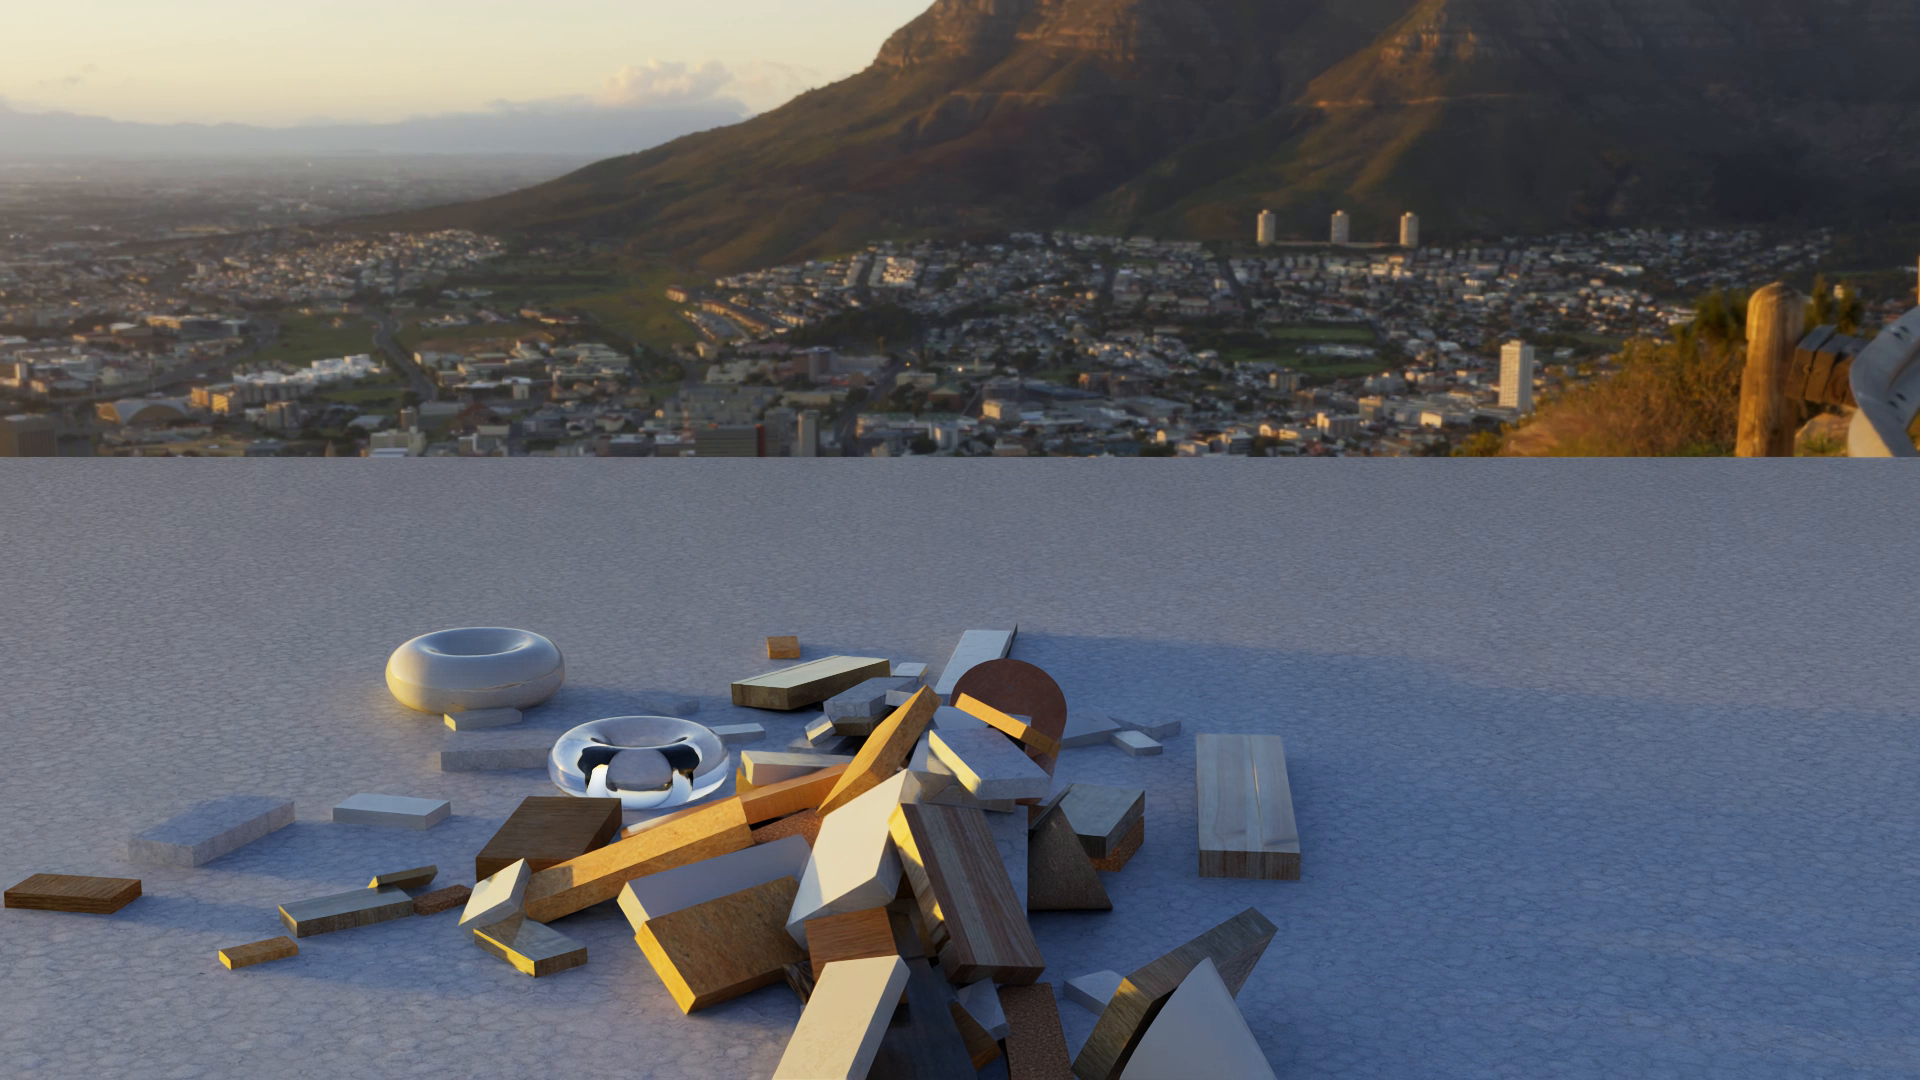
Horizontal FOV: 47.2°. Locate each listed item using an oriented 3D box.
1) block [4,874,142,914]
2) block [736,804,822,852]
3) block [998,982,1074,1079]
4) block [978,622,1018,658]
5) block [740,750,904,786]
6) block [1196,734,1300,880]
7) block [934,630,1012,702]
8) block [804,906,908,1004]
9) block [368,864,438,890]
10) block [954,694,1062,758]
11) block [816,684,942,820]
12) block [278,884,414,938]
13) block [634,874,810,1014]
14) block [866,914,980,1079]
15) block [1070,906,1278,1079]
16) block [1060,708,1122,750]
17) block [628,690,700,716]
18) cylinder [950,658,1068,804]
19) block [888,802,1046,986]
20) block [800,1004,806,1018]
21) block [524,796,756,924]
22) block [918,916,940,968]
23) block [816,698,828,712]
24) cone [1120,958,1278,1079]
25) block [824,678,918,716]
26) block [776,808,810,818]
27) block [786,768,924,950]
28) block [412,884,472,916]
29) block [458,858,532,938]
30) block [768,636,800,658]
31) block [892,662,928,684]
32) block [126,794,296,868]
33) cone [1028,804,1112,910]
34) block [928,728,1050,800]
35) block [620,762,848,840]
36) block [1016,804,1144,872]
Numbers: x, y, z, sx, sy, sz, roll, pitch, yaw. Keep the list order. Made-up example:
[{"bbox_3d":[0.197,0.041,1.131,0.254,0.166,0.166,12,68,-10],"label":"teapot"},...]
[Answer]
[{"bbox_3d":[-1.464,0.584,3.630,0.189,0.027,0.095,2,11,9],"label":"block"},{"bbox_3d":[-0.250,0.515,3.680,0.400,0.048,0.168,-17,21,-41],"label":"block"},{"bbox_3d":[0.105,0.703,2.995,0.082,0.023,0.467,-1,11,-3],"label":"block"},{"bbox_3d":[0.055,0.296,5.178,0.092,0.026,0.840,1,11,6],"label":"block"},{"bbox_3d":[-0.253,0.425,4.047,0.282,0.040,0.141,4,3,-14],"label":"block"},{"bbox_3d":[0.528,0.485,4.101,0.171,0.048,0.742,1,11,5],"label":"block"},{"bbox_3d":[0.032,0.291,5.048,0.109,0.031,0.625,1,11,7],"label":"block"},{"bbox_3d":[-0.149,0.592,3.096,0.120,0.034,0.239,-9,16,-6],"label":"block"},{"bbox_3d":[-0.930,0.568,3.669,0.104,0.015,0.052,-7,-25,-34],"label":"block"},{"bbox_3d":[0.081,0.314,3.739,0.092,0.026,0.184,32,-6,-39],"label":"block"},{"bbox_3d":[-0.136,0.369,3.772,0.144,0.041,0.287,-42,6,32],"label":"block"},{"bbox_3d":[-0.991,0.598,3.552,0.189,0.027,0.095,-7,13,-33],"label":"block"},{"bbox_3d":[-0.328,0.601,3.287,0.287,0.041,0.144,-11,51,-45],"label":"block"},{"bbox_3d":[-0.083,0.666,2.951,0.149,0.042,0.634,-10,17,-9],"label":"block"},{"bbox_3d":[0.297,0.624,3.003,0.048,0.170,0.340,39,29,25],"label":"block"},{"bbox_3d":[0.235,0.395,4.585,0.184,0.026,0.092,-7,27,-35],"label":"block"},{"bbox_3d":[-0.654,0.358,4.859,0.147,0.021,0.073,8,13,38],"label":"block"},{"bbox_3d":[0.079,0.366,4.053,0.213,0.213,0.213,3,54,-4],"label":"cylinder"},{"bbox_3d":[0.008,0.523,3.261,0.149,0.042,0.298,9,39,-32],"label":"block"},{"bbox_3d":[-0.162,0.687,3.081,0.082,0.023,0.165,-4,11,-19],"label":"block"},{"bbox_3d":[-0.526,0.524,3.599,0.376,0.040,0.139,-20,14,-7],"label":"block"},{"bbox_3d":[-0.019,0.571,3.286,0.080,0.023,0.160,-18,31,17],"label":"block"},{"bbox_3d":[-0.253,0.366,4.832,0.110,0.016,0.055,3,11,18],"label":"block"},{"bbox_3d":[0.353,0.694,2.839,0.220,0.220,0.220,33,23,19],"label":"cone"},{"bbox_3d":[-0.188,0.332,4.669,0.109,0.031,0.219,-2,9,27],"label":"block"},{"bbox_3d":[-0.307,0.503,4.086,0.131,0.019,0.066,6,12,31],"label":"block"},{"bbox_3d":[-0.158,0.488,3.393,0.168,0.048,0.337,-32,15,18],"label":"block"},{"bbox_3d":[-0.852,0.592,3.618,0.052,0.015,0.104,9,14,42],"label":"block"},{"bbox_3d":[-0.750,0.578,3.554,0.092,0.026,0.194,-28,11,1],"label":"block"},{"bbox_3d":[-0.432,0.262,5.377,0.073,0.021,0.147,-1,11,-7],"label":"block"},{"bbox_3d":[-0.117,0.310,5.127,0.063,0.018,0.125,2,11,8],"label":"block"},{"bbox_3d":[-1.340,0.519,3.945,0.139,0.040,0.279,4,11,20],"label":"block"},{"bbox_3d":[0.120,0.560,3.593,0.192,0.192,0.192,-28,13,-2],"label":"cone"},{"bbox_3d":[0.046,0.364,3.592,0.120,0.034,0.239,0,15,-21],"label":"block"},{"bbox_3d":[-0.386,0.474,3.855,0.415,0.040,0.141,-16,2,-10],"label":"block"},{"bbox_3d":[0.140,0.521,3.906,0.341,0.048,0.171,4,11,18],"label":"block"}]
